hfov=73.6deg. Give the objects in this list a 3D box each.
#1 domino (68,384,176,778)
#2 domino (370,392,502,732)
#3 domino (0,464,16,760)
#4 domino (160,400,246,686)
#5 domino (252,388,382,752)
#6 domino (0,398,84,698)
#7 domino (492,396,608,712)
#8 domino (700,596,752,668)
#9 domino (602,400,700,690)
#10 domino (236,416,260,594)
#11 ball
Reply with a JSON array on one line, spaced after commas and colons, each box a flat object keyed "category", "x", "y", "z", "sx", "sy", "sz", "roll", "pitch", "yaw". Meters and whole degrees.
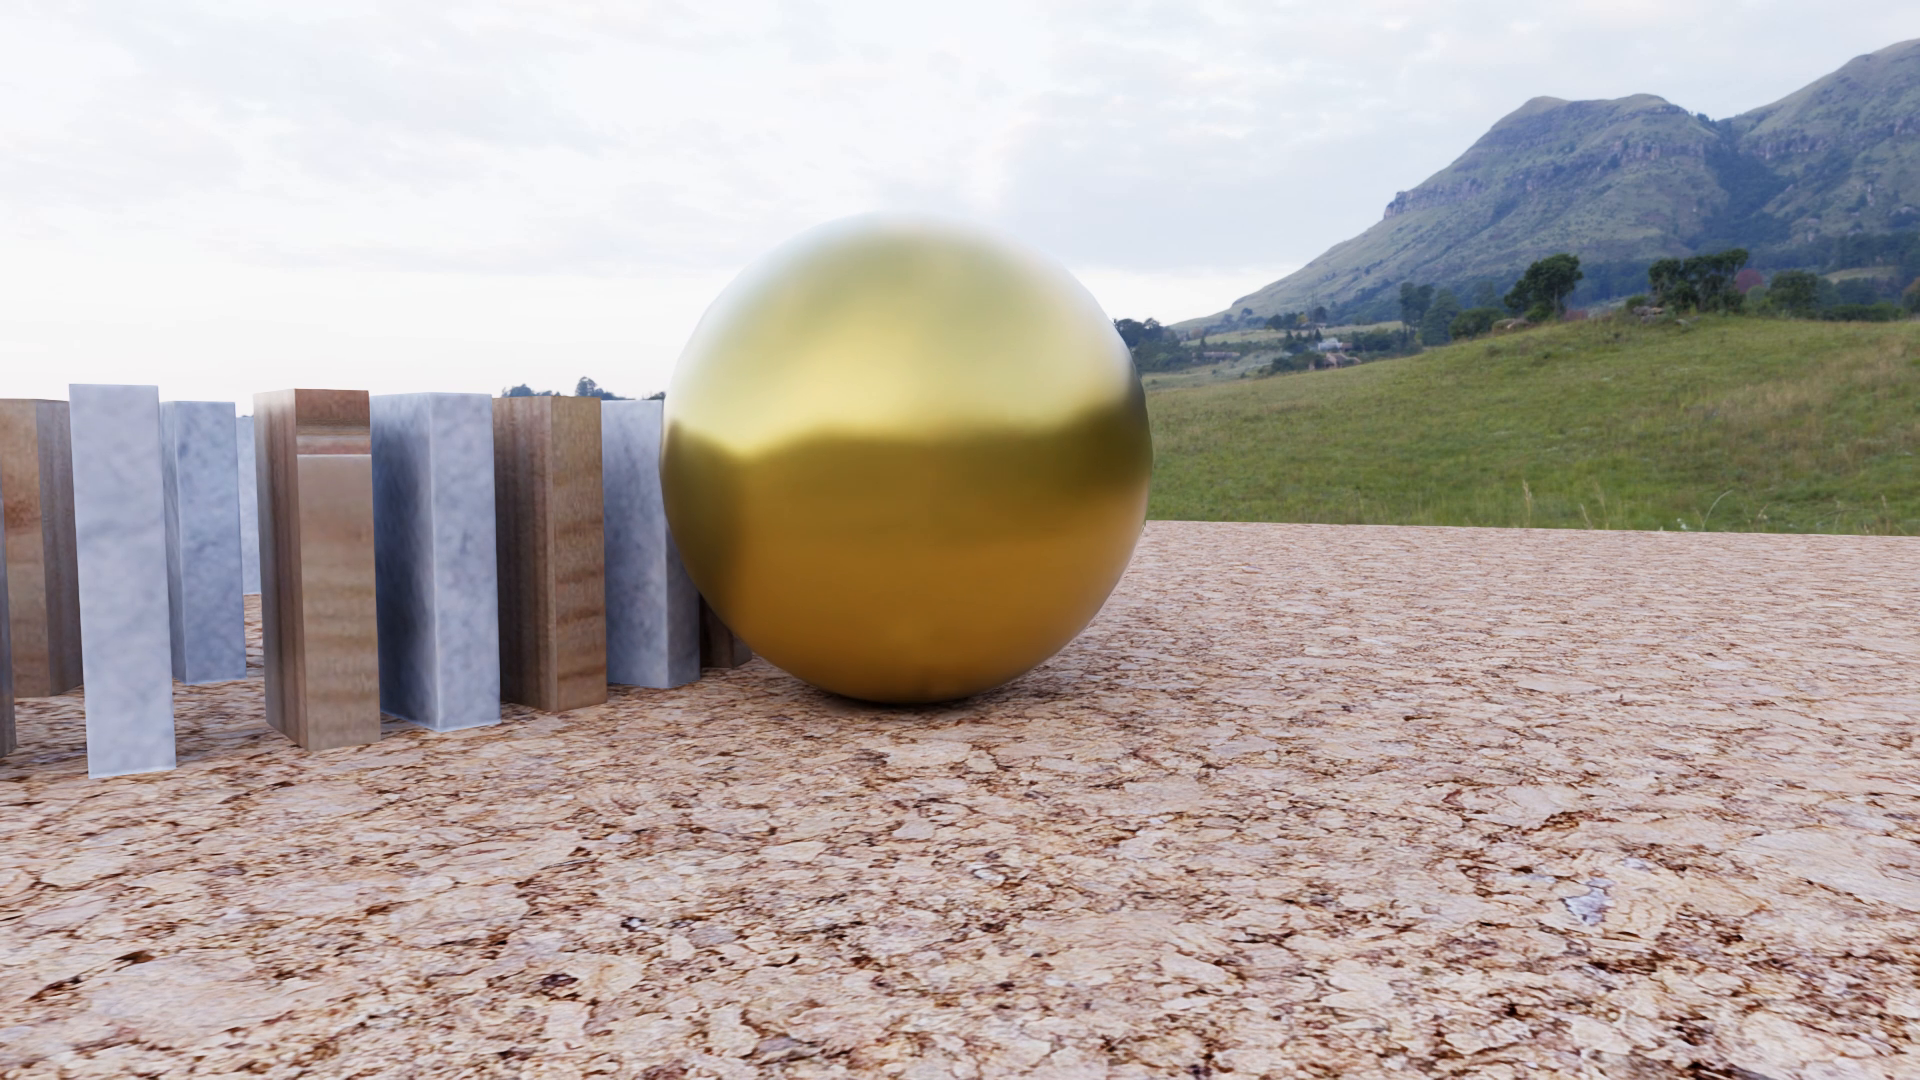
[{"category": "domino", "x": -0.113, "y": 0.004, "z": 0.174, "sx": 0.010, "sy": 0.050, "sz": 0.025, "roll": -3, "pitch": 5, "yaw": -32}, {"category": "domino", "x": -0.082, "y": 0.003, "z": 0.199, "sx": 0.025, "sy": 0.050, "sz": 0.010, "roll": 4, "pitch": 6, "yaw": 44}, {"category": "domino", "x": -0.132, "y": 0.005, "z": 0.165, "sx": 0.009, "sy": 0.050, "sz": 0.025, "roll": -2, "pitch": 5, "yaw": -22}, {"category": "domino", "x": -0.141, "y": 0.000, "z": 0.237, "sx": 0.009, "sy": 0.050, "sz": 0.025, "roll": -4, "pitch": 6, "yaw": -43}, {"category": "domino", "x": -0.095, "y": 0.003, "z": 0.188, "sx": 0.010, "sy": 0.050, "sz": 0.025, "roll": -4, "pitch": 6, "yaw": -40}, {"category": "domino", "x": -0.160, "y": 0.001, "z": 0.225, "sx": 0.010, "sy": 0.050, "sz": 0.025, "roll": -1, "pitch": 4, "yaw": -11}, {"category": "domino", "x": -0.071, "y": 0.002, "z": 0.213, "sx": 0.025, "sy": 0.050, "sz": 0.010, "roll": 3, "pitch": 5, "yaw": 37}, {"category": "domino", "x": -0.054, "y": -0.001, "z": 0.249, "sx": 0.025, "sy": 0.050, "sz": 0.010, "roll": 1, "pitch": 4, "yaw": 12}, {"category": "domino", "x": -0.060, "y": 0.000, "z": 0.230, "sx": 0.025, "sy": 0.050, "sz": 0.009, "roll": 2, "pitch": 5, "yaw": 24}, {"category": "domino", "x": -0.205, "y": -0.010, "z": 0.373, "sx": 0.009, "sy": 0.050, "sz": 0.025, "roll": -2, "pitch": 5, "yaw": -28}, {"category": "ball", "x": -0.009, "y": -0.013, "z": 0.211, "sx": 0.080, "sy": 0.080, "sz": 0.080, "roll": 0, "pitch": 4, "yaw": 0}]
